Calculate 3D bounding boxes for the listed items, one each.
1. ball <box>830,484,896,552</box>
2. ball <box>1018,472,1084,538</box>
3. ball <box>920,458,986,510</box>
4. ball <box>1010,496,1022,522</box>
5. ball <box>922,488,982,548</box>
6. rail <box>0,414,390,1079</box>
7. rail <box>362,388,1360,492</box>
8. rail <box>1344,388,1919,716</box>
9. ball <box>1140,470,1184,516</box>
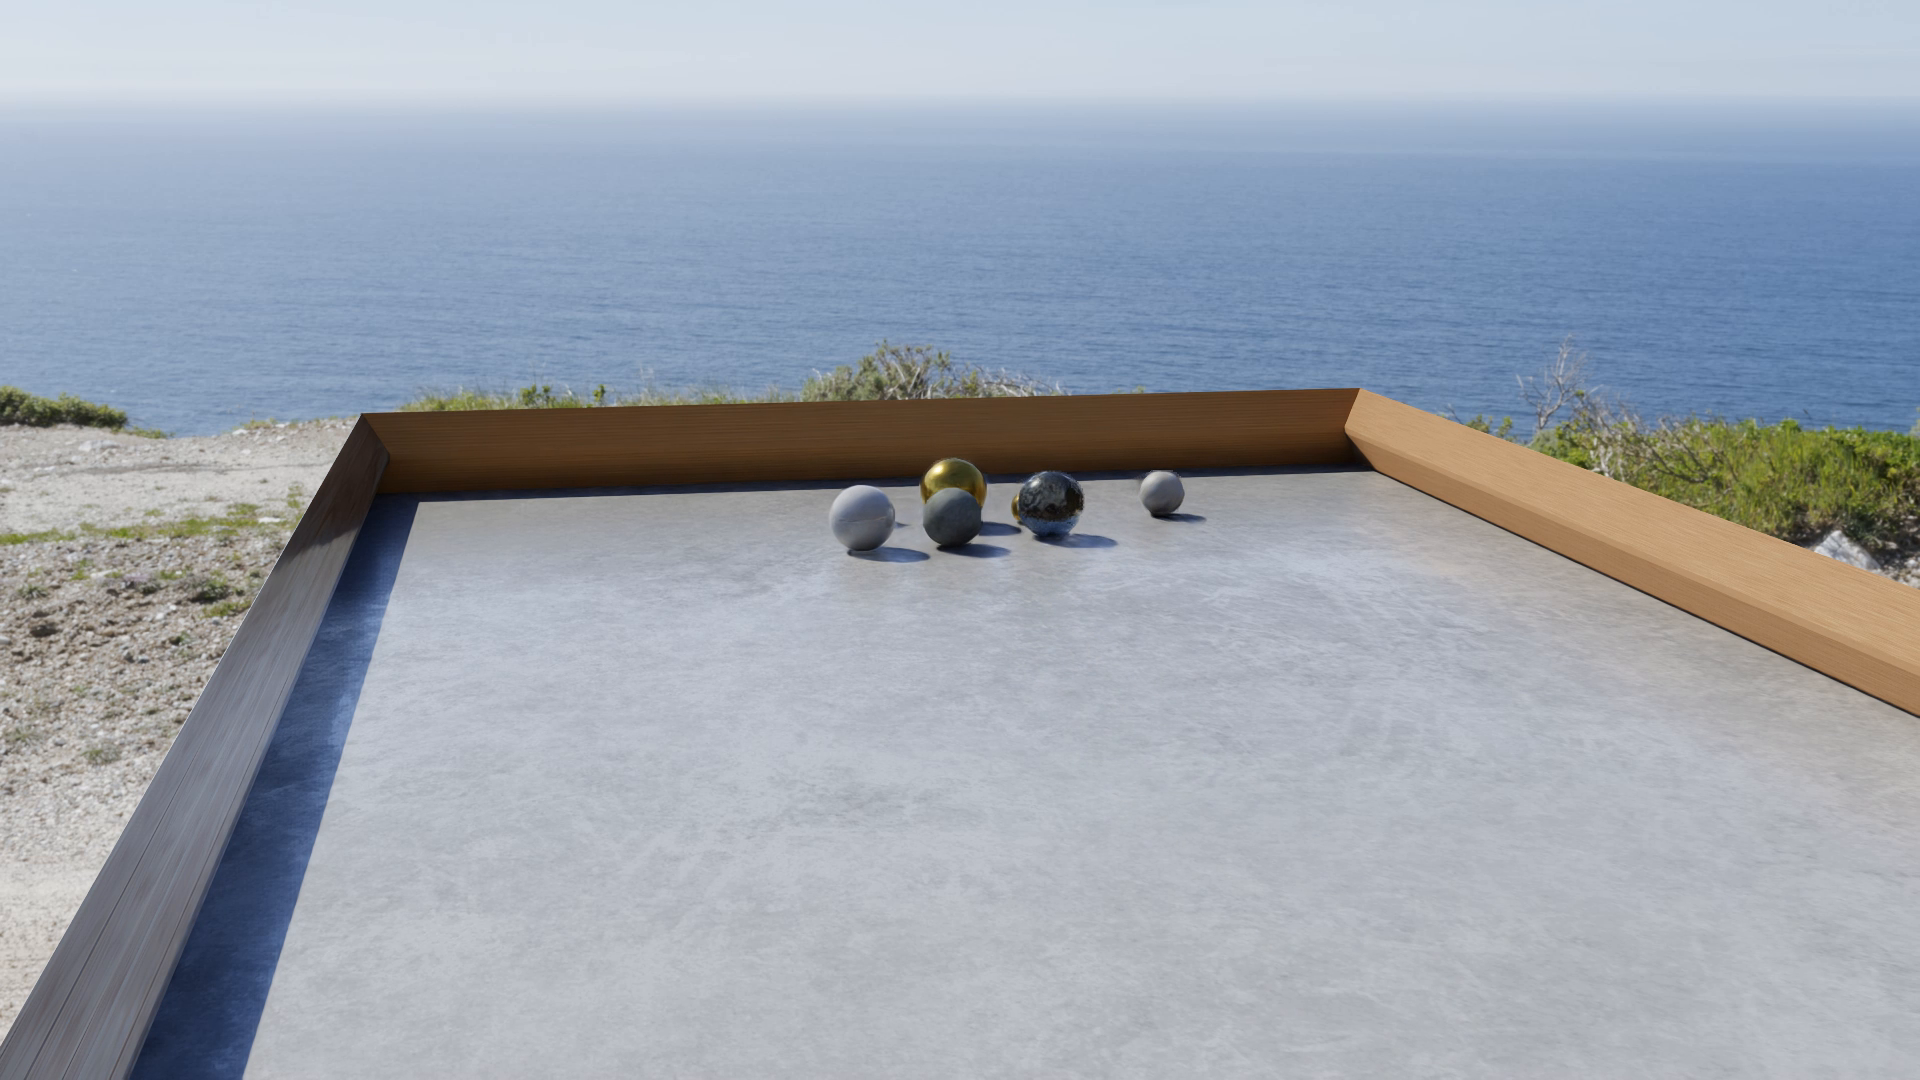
[{"bbox_3d":[-0.137,-0.031,3.087,0.093,0.093,0.093,0,11,0],"label":"ball"},{"bbox_3d":[0.131,-0.051,3.183,0.096,0.096,0.096,0,11,0],"label":"ball"},{"bbox_3d":[-0.009,-0.072,3.277,0.099,0.099,0.099,0,11,0],"label":"ball"},{"bbox_3d":[0.098,-0.048,3.295,0.045,0.045,0.045,0,11,0],"label":"ball"},{"bbox_3d":[-0.011,-0.032,3.116,0.084,0.084,0.084,0,11,0],"label":"ball"},{"bbox_3d":[-0.673,0.142,2.144,0.045,0.129,2.880,-2,12,-10],"label":"rail"},{"bbox_3d":[-0.127,-0.165,3.655,1.683,0.129,0.045,-2,12,-10],"label":"rail"},{"bbox_3d":[0.935,0.083,2.436,0.045,0.129,2.880,-2,12,-10],"label":"rail"},{"bbox_3d":[0.308,-0.071,3.351,0.068,0.068,0.068,0,11,0],"label":"ball"}]
